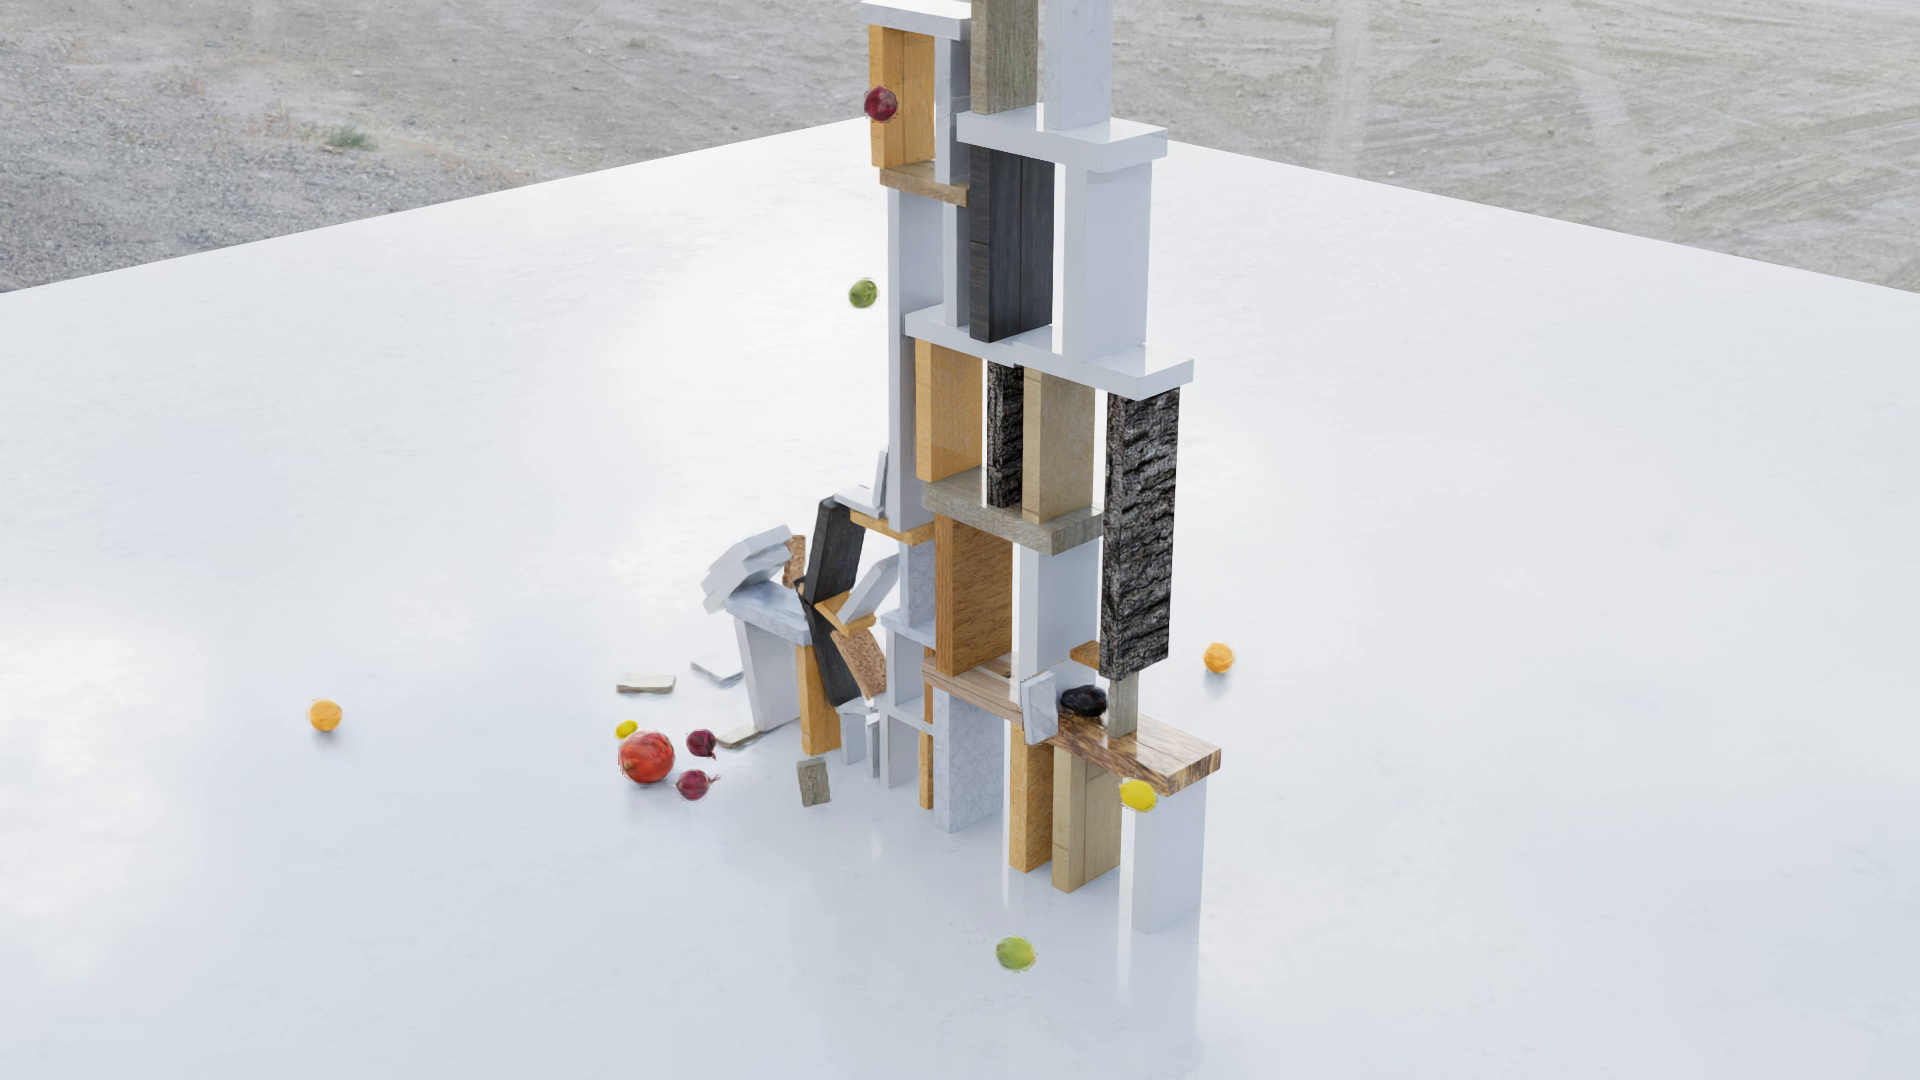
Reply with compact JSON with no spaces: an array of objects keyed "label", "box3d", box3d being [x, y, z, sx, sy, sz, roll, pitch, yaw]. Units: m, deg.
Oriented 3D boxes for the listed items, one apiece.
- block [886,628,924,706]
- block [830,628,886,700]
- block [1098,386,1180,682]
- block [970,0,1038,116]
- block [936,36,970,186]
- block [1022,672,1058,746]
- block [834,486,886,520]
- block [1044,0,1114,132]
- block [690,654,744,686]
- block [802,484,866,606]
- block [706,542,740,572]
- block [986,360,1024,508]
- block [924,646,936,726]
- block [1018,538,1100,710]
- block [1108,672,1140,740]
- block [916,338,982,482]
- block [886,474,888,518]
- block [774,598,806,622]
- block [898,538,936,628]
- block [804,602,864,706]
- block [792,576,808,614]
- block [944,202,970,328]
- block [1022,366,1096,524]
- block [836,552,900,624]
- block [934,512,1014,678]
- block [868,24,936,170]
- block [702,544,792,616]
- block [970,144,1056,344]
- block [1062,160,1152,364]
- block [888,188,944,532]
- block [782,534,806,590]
[{"label":"block","box3d":[-0.110,0.245,4.452,0.084,0.168,0.024,-21,31,-40]},{"label":"block","box3d":[-0.196,0.247,4.540,0.079,0.158,0.022,-22,-12,-40]},{"label":"block","box3d":[0.315,-0.019,3.870,0.041,0.537,0.145,21,31,40]},{"label":"block","box3d":[0.077,-0.870,3.777,0.036,0.257,0.129,21,31,41]},{"label":"block","box3d":[0.015,-0.767,3.891,0.036,0.257,0.128,22,31,40]},{"label":"block","box3d":[0.146,0.307,4.010,0.063,0.125,0.018,-23,33,-30]},{"label":"block","box3d":[-0.183,-0.075,4.372,0.124,0.018,0.062,24,32,38]},{"label":"block","box3d":[0.198,-0.822,3.665,0.036,0.257,0.129,21,31,41]},{"label":"block","box3d":[-0.556,0.296,5.042,0.062,0.017,0.123,-20,30,-39]},{"label":"block","box3d":[-0.251,0.010,4.488,0.116,0.246,0.033,-23,48,-40]},{"label":"block","box3d":[-0.492,0.035,4.774,0.062,0.017,0.123,-20,-13,-45]},{"label":"block","box3d":[0.111,-0.208,4.017,0.039,0.276,0.138,21,31,40]},{"label":"block","box3d":[-0.032,0.277,4.378,0.084,0.168,0.024,-21,31,-40]},{"label":"block","box3d":[0.183,0.144,4.082,0.165,0.329,0.047,-21,31,-41]},{"label":"block","box3d":[0.299,0.297,4.020,0.018,0.125,0.063,21,31,41]},{"label":"block","box3d":[-0.019,-0.259,4.137,0.039,0.276,0.138,21,31,41]},{"label":"block","box3d":[-0.115,-0.134,4.300,0.018,0.185,0.062,22,29,38]},{"label":"block","box3d":[-0.345,0.147,4.649,0.093,0.013,0.046,18,29,38]},{"label":"block","box3d":[-0.077,0.074,4.347,0.090,0.181,0.026,-19,29,-38]},{"label":"block","box3d":[-0.263,0.230,4.603,0.079,0.224,0.022,-22,12,-40]},{"label":"block","box3d":[-0.315,0.120,4.615,0.013,0.093,0.046,-18,5,46]},{"label":"block","box3d":[0.023,-0.508,3.981,0.032,0.226,0.113,21,31,41]},{"label":"block","box3d":[0.178,-0.186,3.947,0.145,0.290,0.041,-21,31,-40]},{"label":"block","box3d":[-0.173,0.096,4.457,0.090,0.192,0.026,-22,69,-42]},{"label":"block","box3d":[0.028,0.083,4.225,0.047,0.329,0.165,21,31,41]},{"label":"block","box3d":[-0.105,-0.815,4.003,0.128,0.257,0.036,-21,31,-40]},{"label":"block","box3d":[-0.464,0.088,4.780,0.116,0.033,0.232,-23,-11,-36]},{"label":"block","box3d":[0.093,-0.538,3.893,0.047,0.349,0.167,21,31,40]},{"label":"block","box3d":[0.250,-0.483,3.745,0.047,0.334,0.167,21,31,41]},{"label":"block","box3d":[-0.084,-0.344,4.168,0.113,0.676,0.032,-21,31,-40]},{"label":"block","box3d":[-0.363,0.048,4.817,0.016,0.117,0.058,4,5,32]}]
